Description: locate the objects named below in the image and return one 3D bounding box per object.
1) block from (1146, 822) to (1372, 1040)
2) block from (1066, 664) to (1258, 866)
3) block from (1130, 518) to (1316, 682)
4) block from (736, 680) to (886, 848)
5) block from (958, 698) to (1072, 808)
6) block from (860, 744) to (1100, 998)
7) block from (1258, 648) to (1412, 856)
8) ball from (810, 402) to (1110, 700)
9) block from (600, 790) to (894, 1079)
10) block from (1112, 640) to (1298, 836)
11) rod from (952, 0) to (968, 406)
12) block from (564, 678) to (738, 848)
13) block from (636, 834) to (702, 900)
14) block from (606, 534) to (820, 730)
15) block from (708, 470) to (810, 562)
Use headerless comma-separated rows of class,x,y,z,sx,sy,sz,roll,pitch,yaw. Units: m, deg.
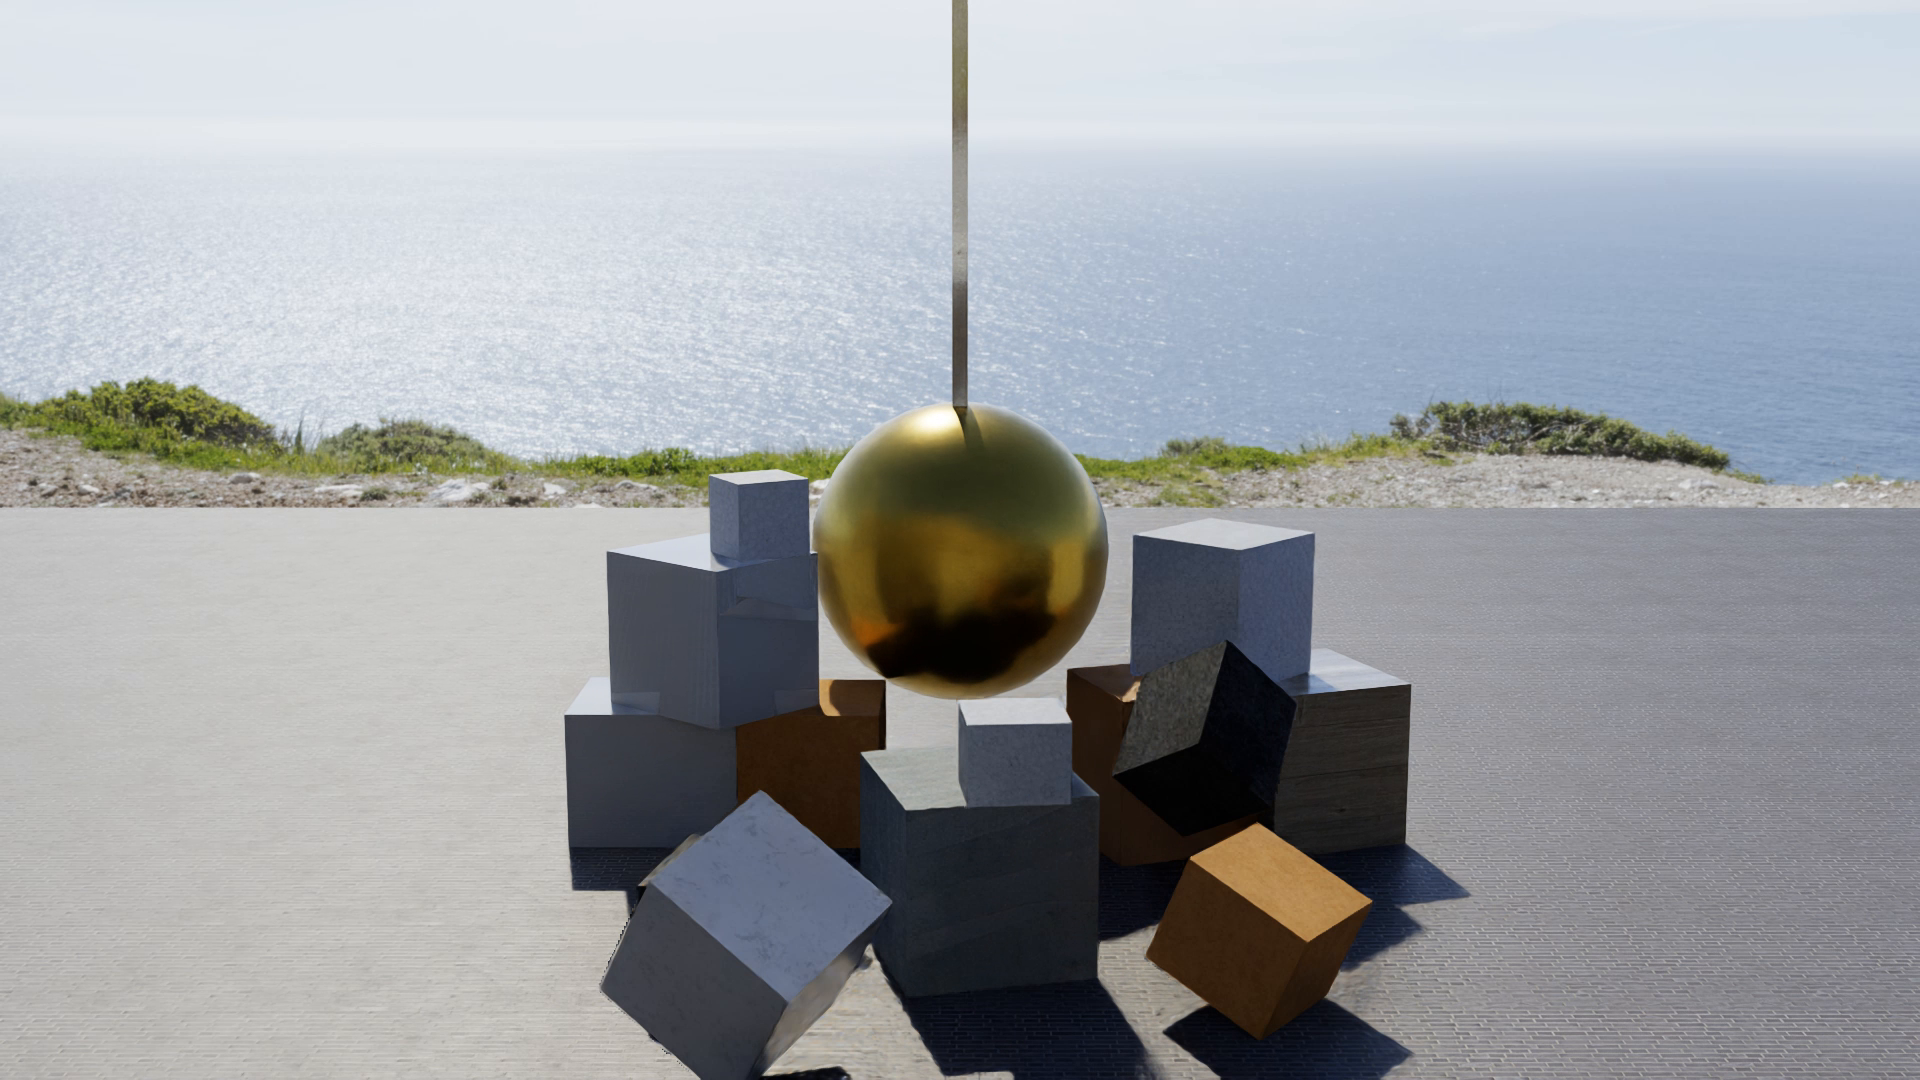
block,1.214,1.580,8.937,0.582,0.499,0.564,34,27,28
block,1.017,1.108,11.140,0.743,0.834,0.708,-4,11,-20
block,1.328,0.321,11.119,0.639,0.720,0.678,9,13,40
block,-0.752,1.144,11.356,0.708,0.687,0.750,0,10,1
block,0.224,0.884,9.206,0.430,0.347,0.420,-1,10,-5
block,0.068,1.405,9.574,0.829,0.810,0.904,-3,11,-14
block,1.754,1.079,11.313,0.754,0.829,0.841,-4,11,-20
ball,0.000,0.057,11.797,1.600,1.600,1.600,0,10,0
block,-0.798,1.511,8.193,0.662,0.697,0.658,38,41,12
block,1.140,0.926,10.221,0.546,0.501,0.619,-27,31,42
rod,0.000,-3.211,10.859,0.080,5.200,0.080,0,16,0
block,-1.539,1.138,11.383,0.855,0.687,0.774,0,10,0
block,-1.018,1.580,9.246,0.431,0.488,0.466,2,21,23
block,-1.244,0.443,11.092,0.820,0.784,0.679,9,14,41
block,-1.001,-0.126,10.963,0.382,0.383,0.359,-6,12,-29
